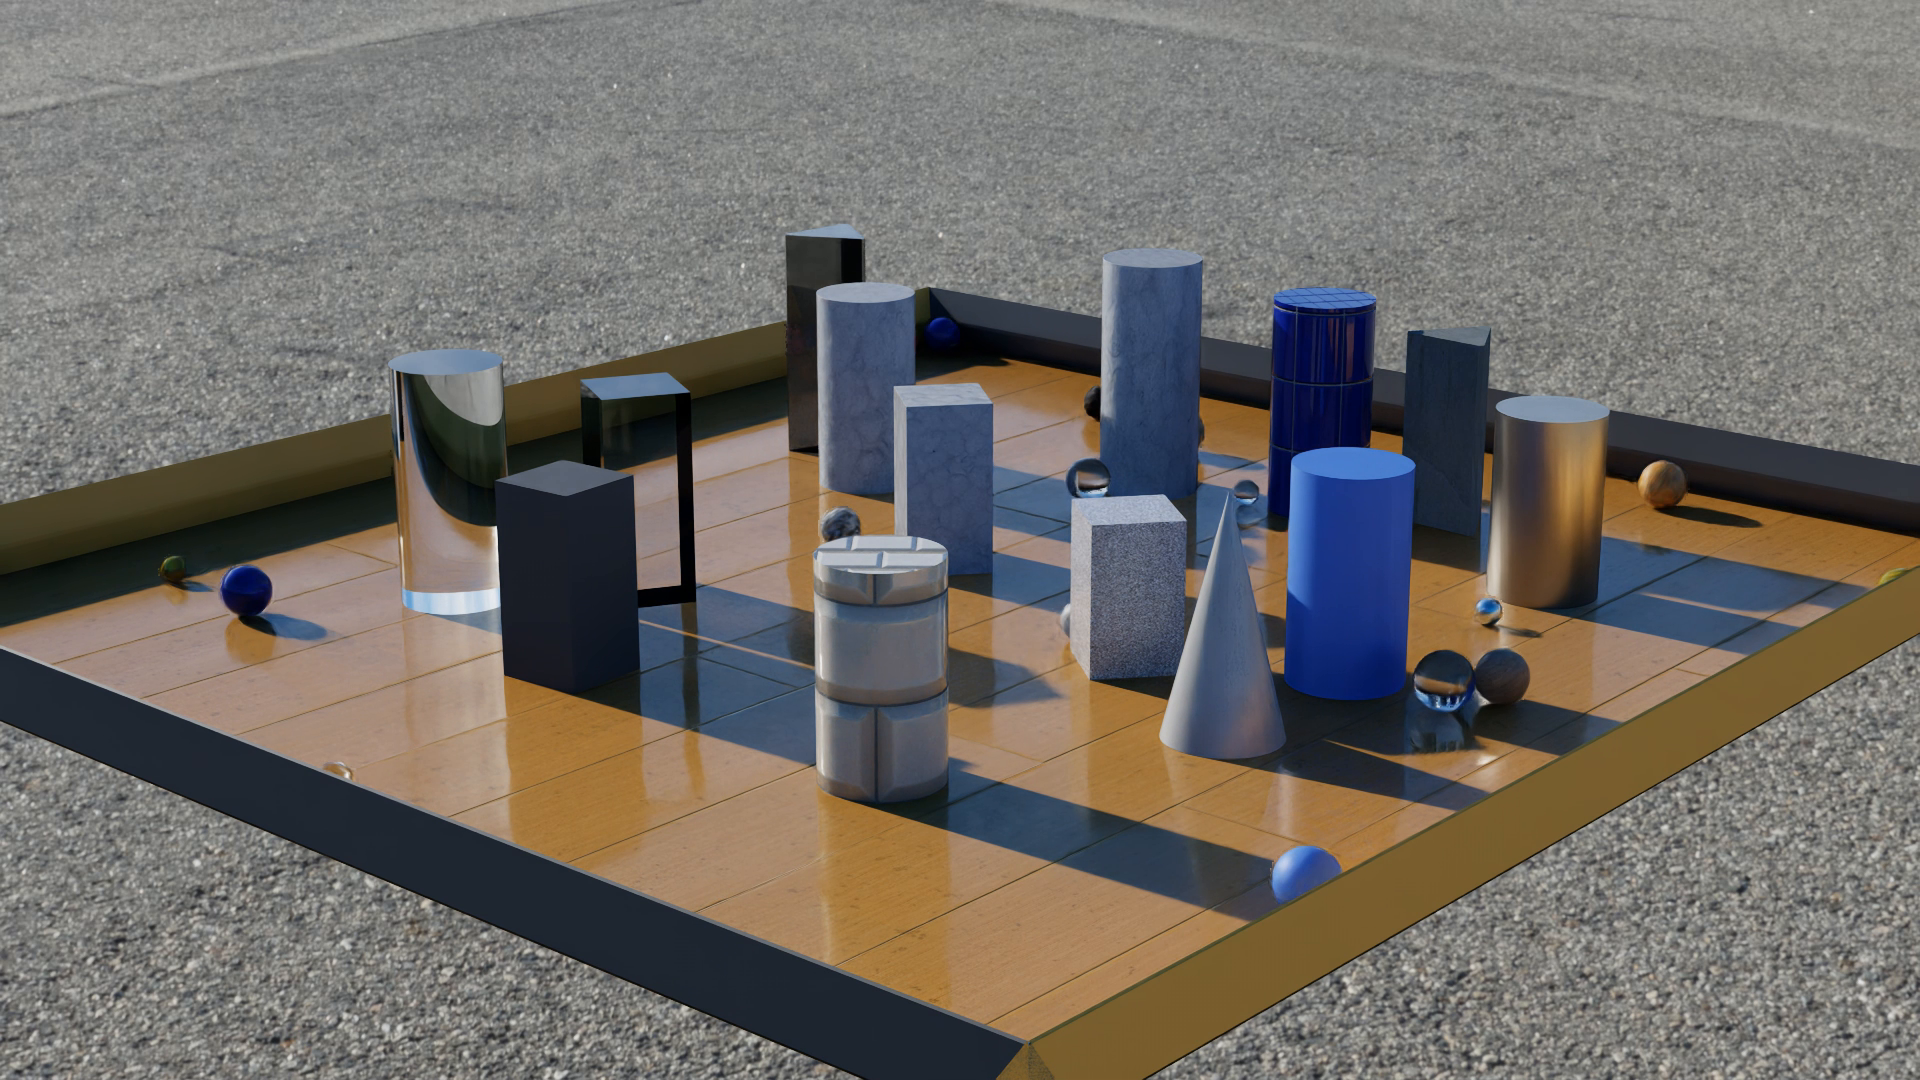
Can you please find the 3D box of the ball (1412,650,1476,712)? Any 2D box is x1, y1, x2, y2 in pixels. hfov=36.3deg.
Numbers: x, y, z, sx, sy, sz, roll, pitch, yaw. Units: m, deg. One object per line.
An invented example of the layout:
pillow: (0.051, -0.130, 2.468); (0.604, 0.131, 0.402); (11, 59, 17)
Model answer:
ball: (0.752, 0.219, 4.552); (0.097, 0.097, 0.097); (0, 17, 0)

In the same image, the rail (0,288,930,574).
rail: (-1.013, -0.223, 5.962); (0.045, 0.126, 2.917); (14, 22, 39)

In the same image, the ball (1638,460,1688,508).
ball: (1.352, -0.106, 5.638); (0.092, 0.092, 0.092); (0, 17, 0)

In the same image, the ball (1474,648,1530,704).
ball: (0.848, 0.214, 4.586); (0.087, 0.087, 0.087); (0, 17, 0)

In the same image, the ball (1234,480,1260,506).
ball: (0.553, -0.091, 5.662); (0.049, 0.049, 0.049); (0, 17, 0)

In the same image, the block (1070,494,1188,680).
block: (0.271, 0.075, 4.749); (0.155, 0.259, 0.155); (-3, 17, -9)

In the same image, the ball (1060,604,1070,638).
ball: (0.201, 0.134, 4.880); (0.070, 0.070, 0.070); (0, 17, 0)

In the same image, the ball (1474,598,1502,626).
ball: (0.894, 0.121, 4.962); (0.048, 0.048, 0.048); (0, 17, 0)

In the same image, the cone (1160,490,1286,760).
cone: (0.399, 0.111, 4.400); (0.193, 0.390, 0.193); (0, 17, 0)

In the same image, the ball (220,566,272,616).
ball: (-1.218, 0.087, 5.006); (0.087, 0.087, 0.087); (0, 17, 0)

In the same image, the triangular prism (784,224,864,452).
triangular prism: (-0.254, -0.415, 6.039); (0.167, 0.452, 0.145); (5, 17, 15)

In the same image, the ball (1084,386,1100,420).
ball: (0.301, -0.296, 6.300); (0.073, 0.073, 0.073); (0, 17, 0)

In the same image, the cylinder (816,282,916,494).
cylinder: (-0.184, -0.300, 5.779); (0.193, 0.382, 0.193); (0, 17, 0)

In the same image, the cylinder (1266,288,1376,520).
cylinder: (0.688, -0.259, 5.588); (0.193, 0.413, 0.193); (0, 17, 0)

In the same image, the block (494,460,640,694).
block: (-0.627, 0.057, 4.692); (0.155, 0.326, 0.155); (12, 21, 35)

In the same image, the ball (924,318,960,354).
ball: (-0.042, -0.480, 6.887); (0.086, 0.086, 0.086); (0, 17, 0)

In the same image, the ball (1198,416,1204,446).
ball: (0.459, -0.223, 6.029); (0.089, 0.089, 0.089); (0, 17, 0)

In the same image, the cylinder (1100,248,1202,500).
cylinder: (0.371, -0.324, 5.720); (0.193, 0.461, 0.193); (0, 17, 0)

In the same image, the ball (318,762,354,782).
ball: (-0.898, 0.345, 4.206); (0.055, 0.055, 0.055); (0, 17, 0)

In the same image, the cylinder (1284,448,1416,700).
cylinder: (0.617, 0.052, 4.651); (0.193, 0.360, 0.193); (0, 17, 0)

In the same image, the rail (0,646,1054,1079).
rail: (-0.941, 0.344, 4.083); (2.729, 0.126, 0.045); (14, 22, 39)

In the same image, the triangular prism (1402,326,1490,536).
triangular prism: (0.946, -0.213, 5.523); (0.167, 0.364, 0.145); (16, 23, 42)

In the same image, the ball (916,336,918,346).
ball: (-0.138, -0.464, 6.847); (0.078, 0.078, 0.078); (0, 17, 0)

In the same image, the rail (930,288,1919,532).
rail: (0.941, -0.282, 6.158); (2.729, 0.126, 0.045); (14, 22, 39)

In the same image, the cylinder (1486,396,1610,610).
cylinder: (1.020, -0.067, 5.093); (0.193, 0.331, 0.193); (0, 17, 0)

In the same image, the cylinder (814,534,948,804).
cylinder: (-0.113, 0.184, 4.238); (0.193, 0.344, 0.193); (0, 17, 0)

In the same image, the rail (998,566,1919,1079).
rail: (1.013, 0.285, 4.279); (0.045, 0.126, 2.917); (14, 22, 39)

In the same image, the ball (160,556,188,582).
ball: (-1.393, 0.051, 5.197); (0.045, 0.045, 0.045); (0, 17, 0)

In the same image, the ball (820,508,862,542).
ball: (-0.219, -0.021, 5.387); (0.075, 0.075, 0.075); (0, 17, 0)

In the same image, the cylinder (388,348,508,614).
cylinder: (-0.876, -0.102, 5.054); (0.193, 0.421, 0.193); (0, 17, 0)

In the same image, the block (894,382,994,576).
block: (-0.030, -0.109, 5.266); (0.155, 0.313, 0.155); (-3, 17, -9)

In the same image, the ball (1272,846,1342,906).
ball: (0.452, 0.444, 3.810); (0.094, 0.094, 0.094); (0, 17, 0)

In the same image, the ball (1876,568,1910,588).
ball: (1.612, 0.086, 5.029); (0.076, 0.076, 0.076); (0, 17, 0)

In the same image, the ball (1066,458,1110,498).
ball: (0.249, -0.116, 5.682); (0.086, 0.086, 0.086); (0, 17, 0)

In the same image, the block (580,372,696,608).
block: (-0.557, -0.085, 5.080); (0.155, 0.374, 0.155); (-6, 18, -20)
